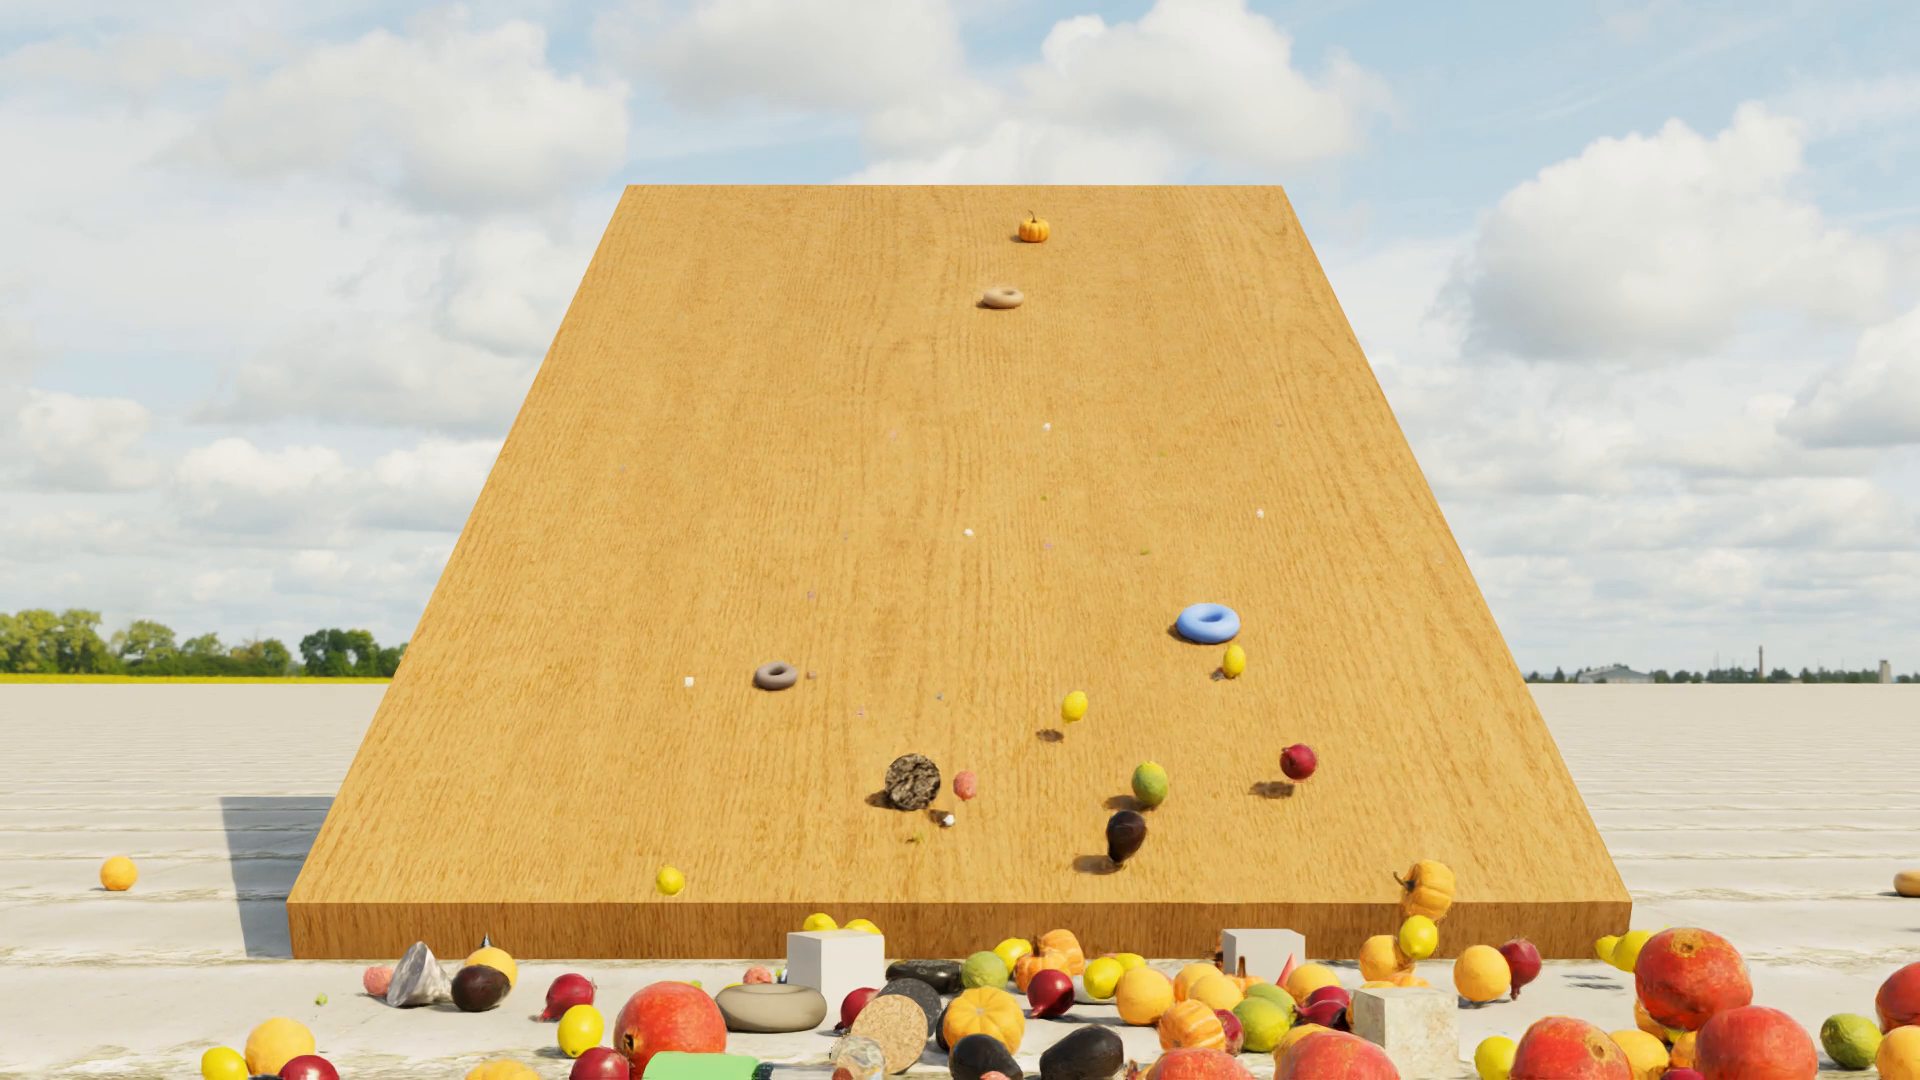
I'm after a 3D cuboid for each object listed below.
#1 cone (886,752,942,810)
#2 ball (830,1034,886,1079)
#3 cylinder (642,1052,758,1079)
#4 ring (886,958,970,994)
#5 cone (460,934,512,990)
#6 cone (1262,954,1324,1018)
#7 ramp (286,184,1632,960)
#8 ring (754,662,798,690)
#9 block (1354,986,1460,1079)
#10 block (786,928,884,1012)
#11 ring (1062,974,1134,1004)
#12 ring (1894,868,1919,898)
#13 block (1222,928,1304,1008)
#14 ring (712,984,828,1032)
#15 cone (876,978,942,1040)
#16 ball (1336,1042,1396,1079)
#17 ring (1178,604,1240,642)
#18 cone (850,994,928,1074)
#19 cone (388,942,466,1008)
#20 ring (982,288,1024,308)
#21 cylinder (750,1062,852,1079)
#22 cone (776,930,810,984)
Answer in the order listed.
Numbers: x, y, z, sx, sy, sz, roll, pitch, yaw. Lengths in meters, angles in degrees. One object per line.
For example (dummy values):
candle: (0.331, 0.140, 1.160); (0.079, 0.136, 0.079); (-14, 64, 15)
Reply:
cone: (-0.079, 0.387, 3.743); (0.090, 0.090, 0.090); (0, -5, -6)
ball: (-0.104, 0.536, 2.386); (0.056, 0.056, 0.056); (0, -3, 0)
cylinder: (-0.231, 0.503, 2.081); (0.086, 0.086, 0.086); (-1, -4, 17)
ring: (-0.043, 0.590, 3.144); (0.116, 0.039, 0.116); (1, -4, 0)
cone: (-0.650, 0.576, 3.192); (0.072, 0.072, 0.072); (0, -3, 0)
cone: (0.420, 0.558, 2.936); (0.077, 0.077, 0.077); (0, -3, 0)
ramp: (-0.008, -0.228, 5.301); (2.000, 0.100, 4.000); (0, 24, 0)
ring: (-0.323, 0.239, 4.093); (0.078, 0.026, 0.078); (-1, 25, 1)
block: (0.479, 0.529, 2.500); (0.084, 0.084, 0.084); (1, -3, -14)
block: (-0.161, 0.555, 2.999); (0.092, 0.092, 0.092); (2, -4, -33)
ring: (0.180, 0.588, 3.040); (0.094, 0.031, 0.094); (1, -4, 0)
ring: (1.888, 0.665, 4.504); (0.150, 0.050, 0.150); (-1, -4, 0)
block: (0.395, 0.557, 3.033); (0.090, 0.090, 0.090); (0, -3, -5)
ring: (-0.230, 0.567, 2.821); (0.139, 0.046, 0.139); (1, -4, 0)
cone: (-0.060, 0.566, 2.728); (0.081, 0.081, 0.081); (0, -30, 2)
ball: (0.404, 0.530, 2.317); (0.060, 0.060, 0.060); (0, -3, 0)
ring: (0.457, 0.153, 4.275); (0.116, 0.039, 0.116); (-1, 25, 0)
cone: (-0.062, 0.553, 2.533); (0.089, 0.089, 0.089); (-1, -30, 22)
cone: (-0.679, 0.581, 3.017); (0.090, 0.090, 0.090); (33, -20, -28)
ring: (0.112, -0.628, 6.036); (0.106, 0.035, 0.106); (1, 23, 0)
cylinder: (-0.143, 0.509, 2.087); (0.076, 0.076, 0.076); (-1, -4, 20)
cone: (-0.218, 0.583, 3.076); (0.097, 0.097, 0.097); (-29, 12, -30)
